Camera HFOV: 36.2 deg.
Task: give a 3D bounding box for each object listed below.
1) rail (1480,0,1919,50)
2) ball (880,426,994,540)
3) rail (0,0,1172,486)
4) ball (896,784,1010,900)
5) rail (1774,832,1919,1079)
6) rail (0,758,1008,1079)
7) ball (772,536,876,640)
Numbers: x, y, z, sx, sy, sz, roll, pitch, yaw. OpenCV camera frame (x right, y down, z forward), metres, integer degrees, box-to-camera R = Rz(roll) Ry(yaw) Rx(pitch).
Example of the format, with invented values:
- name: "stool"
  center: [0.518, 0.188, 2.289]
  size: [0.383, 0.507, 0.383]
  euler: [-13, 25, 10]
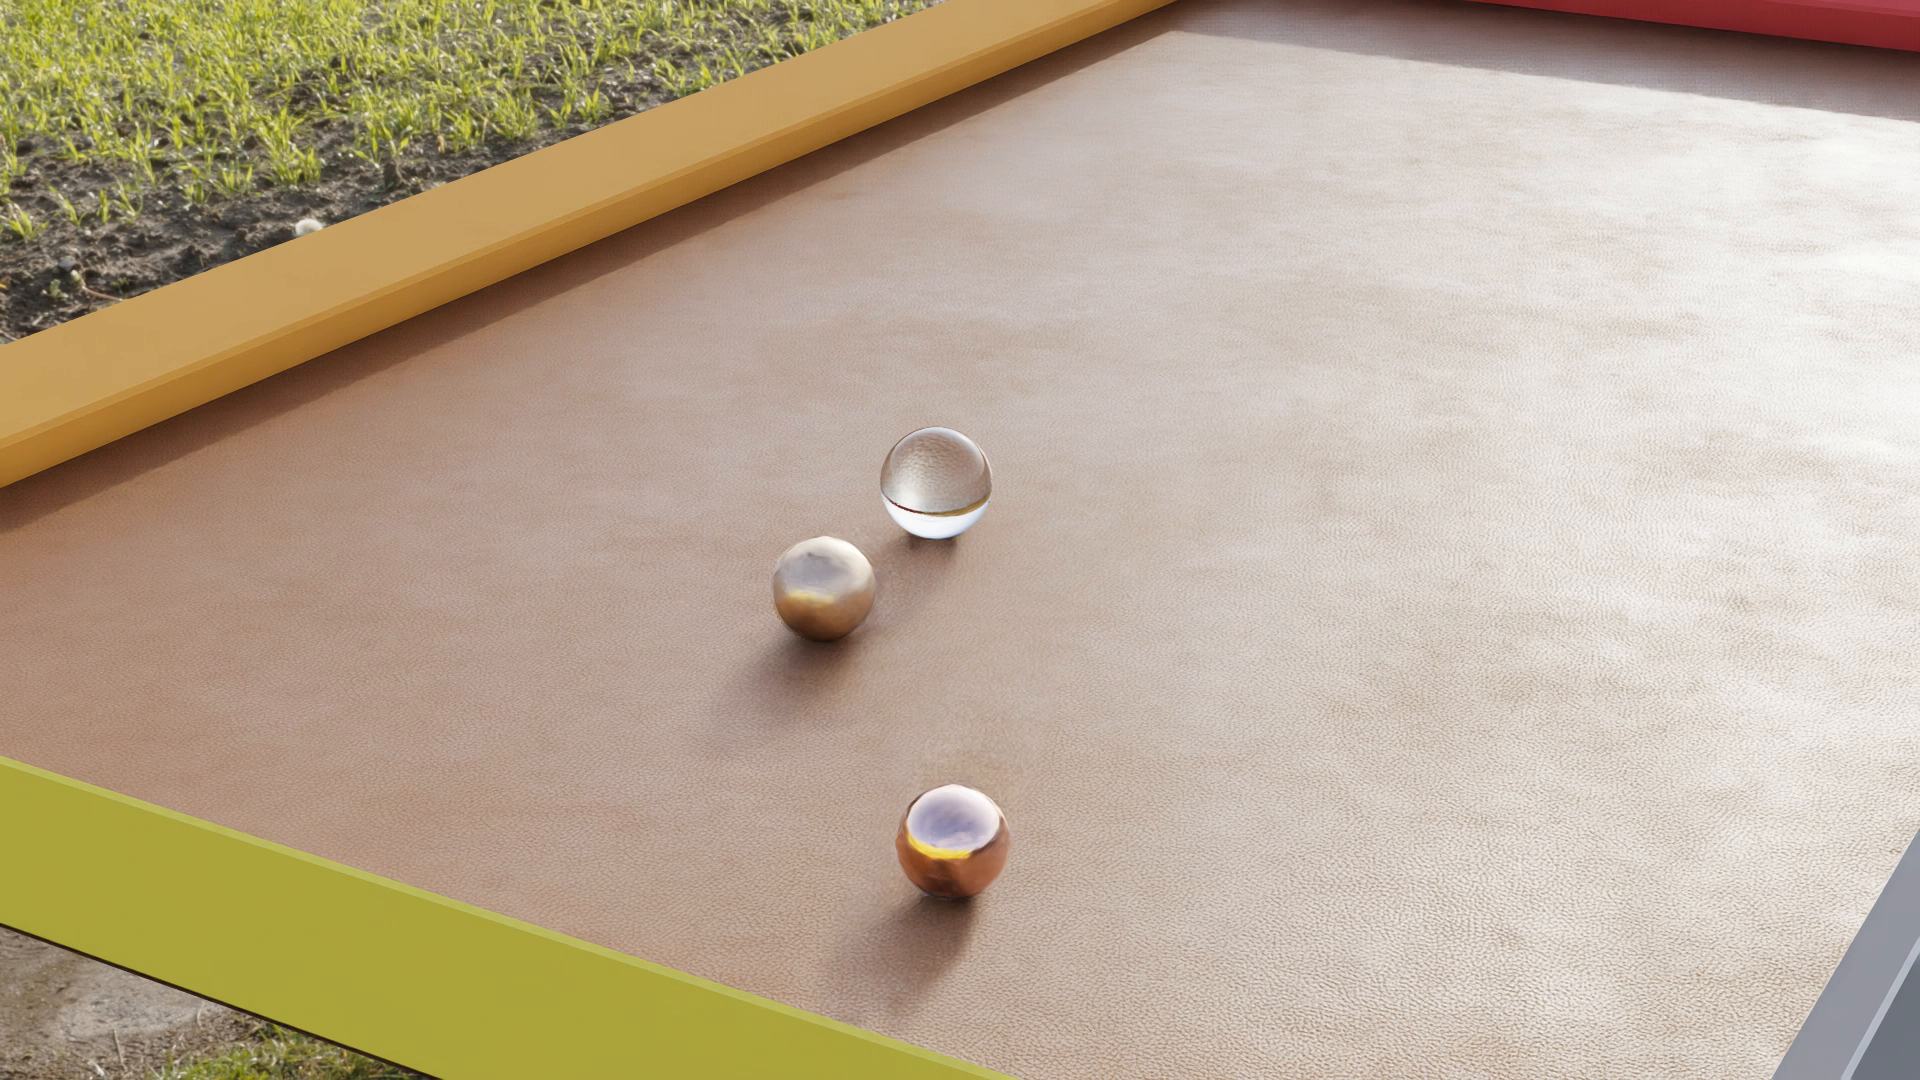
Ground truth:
- name: "rail"
  center: [0.987, -0.664, 3.579]
  size: [1.445, 0.105, 0.045]
  euler: [13, 26, 28]
- name: "ball"
  center: [-0.017, -0.041, 2.108]
  size: [0.081, 0.081, 0.081]
  euler: [0, 22, 0]
- name: "rail"
  center: [-0.272, -0.368, 2.865]
  size: [0.045, 0.105, 2.649]
  euler: [13, 26, 28]
- name: "ball"
  center: [-0.004, 0.167, 1.628]
  size: [0.064, 0.064, 0.064]
  euler: [0, 22, 0]
- name: "rail"
  center: [0.937, -0.100, 2.215]
  size: [0.045, 0.105, 2.649]
  euler: [13, 26, 28]
- name: "rail"
  center: [-0.321, 0.196, 1.501]
  size: [1.445, 0.105, 0.045]
  euler: [13, 26, 28]
- name: "ball"
  center: [-0.090, 0.032, 1.948]
  size: [0.069, 0.069, 0.069]
  euler: [0, 22, 0]
